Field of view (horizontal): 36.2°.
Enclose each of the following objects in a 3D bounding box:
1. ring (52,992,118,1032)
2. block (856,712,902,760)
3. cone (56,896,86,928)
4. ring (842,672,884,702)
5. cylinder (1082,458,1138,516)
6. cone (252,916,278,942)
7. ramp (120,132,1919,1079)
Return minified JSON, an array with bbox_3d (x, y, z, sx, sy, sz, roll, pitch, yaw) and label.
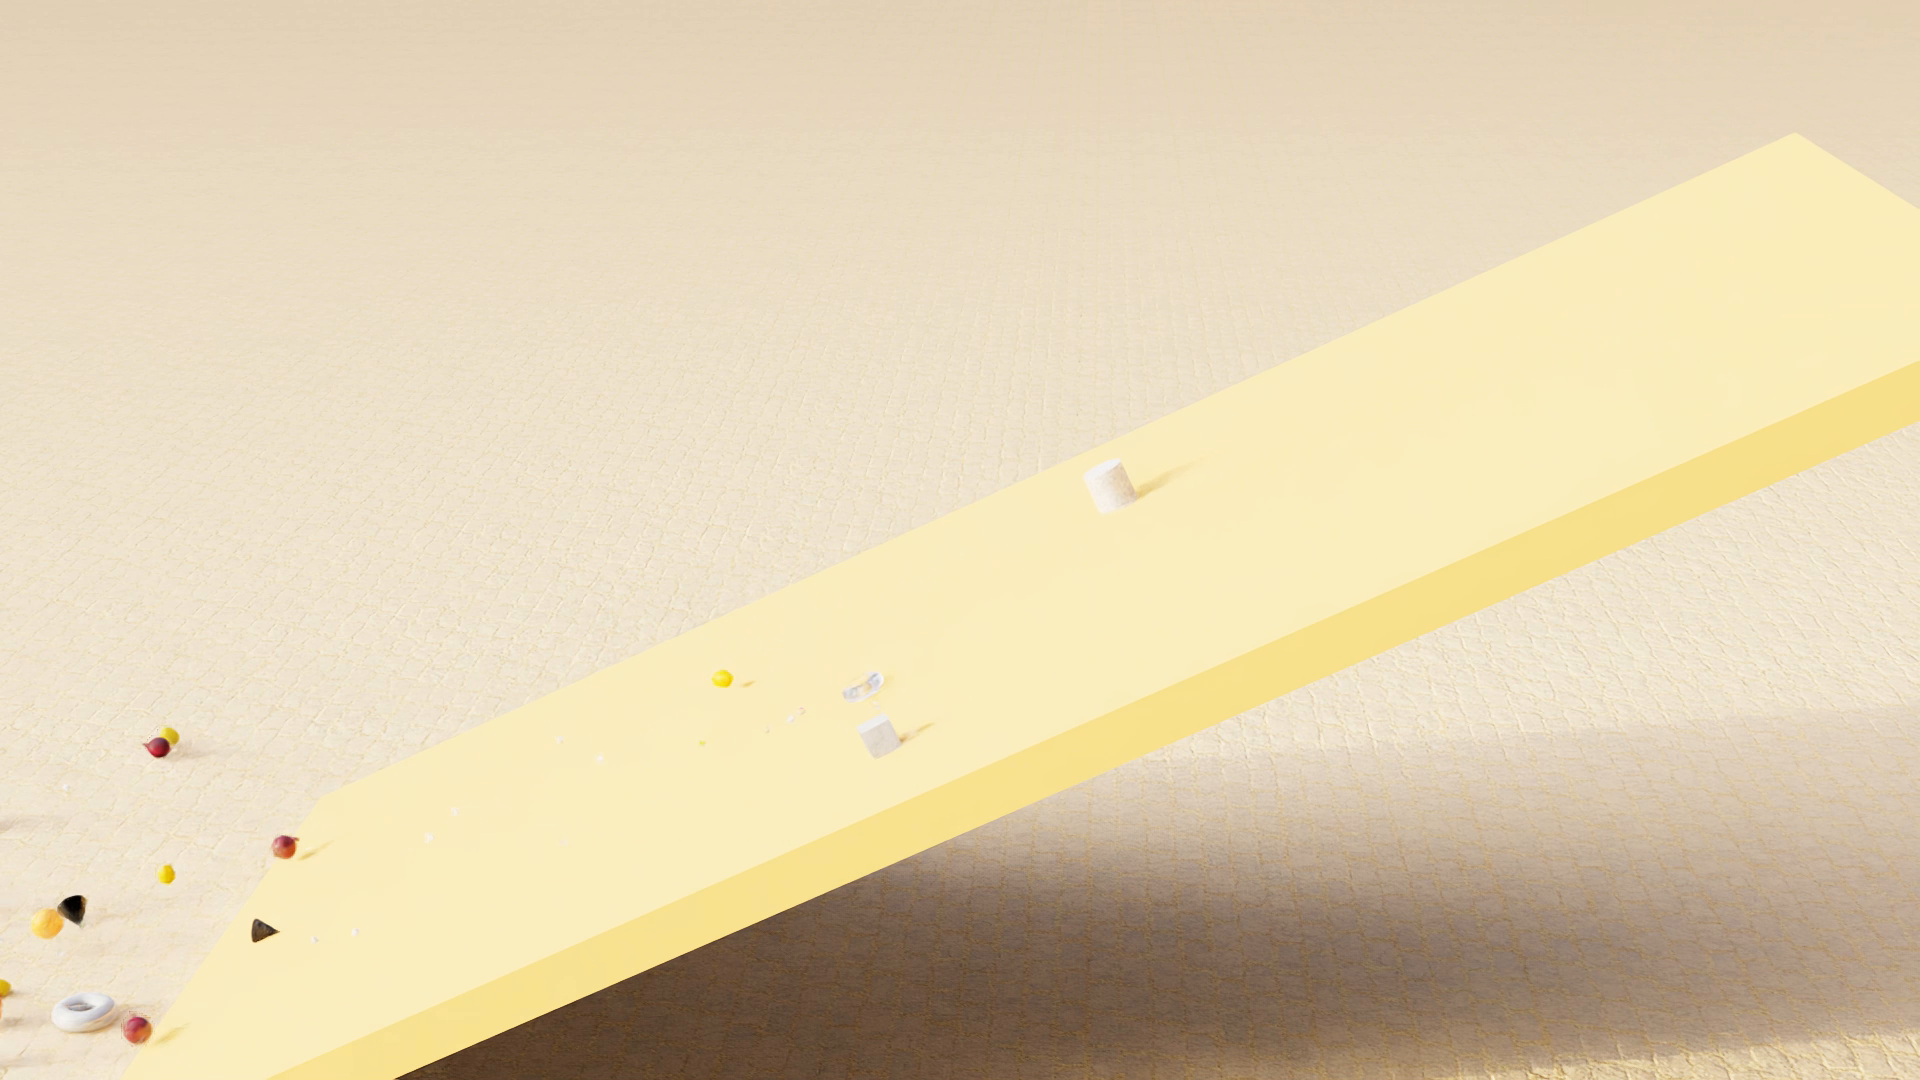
[{"bbox_3d":[-1.924,1.039,6.467,0.140,0.047,0.140,0,17,0],"label":"ring"},{"bbox_3d":[-0.155,0.379,5.677,0.060,0.060,0.060,-28,13,-6],"label":"block"},{"bbox_3d":[-2.100,0.896,6.991,0.072,0.072,0.072,-10,45,-32],"label":"cone"},{"bbox_3d":[-0.201,0.305,6.110,0.095,0.032,0.095,-26,17,8],"label":"ring"},{"bbox_3d":[0.336,-0.118,6.576,0.094,0.094,0.094,-25,13,6],"label":"cylinder"},{"bbox_3d":[-1.531,0.865,6.503,0.057,0.057,0.057,8,16,-2],"label":"cone"},{"bbox_3d":[0.136,0.169,6.282,4.000,0.100,2.000,-24,13,9],"label":"ramp"}]
